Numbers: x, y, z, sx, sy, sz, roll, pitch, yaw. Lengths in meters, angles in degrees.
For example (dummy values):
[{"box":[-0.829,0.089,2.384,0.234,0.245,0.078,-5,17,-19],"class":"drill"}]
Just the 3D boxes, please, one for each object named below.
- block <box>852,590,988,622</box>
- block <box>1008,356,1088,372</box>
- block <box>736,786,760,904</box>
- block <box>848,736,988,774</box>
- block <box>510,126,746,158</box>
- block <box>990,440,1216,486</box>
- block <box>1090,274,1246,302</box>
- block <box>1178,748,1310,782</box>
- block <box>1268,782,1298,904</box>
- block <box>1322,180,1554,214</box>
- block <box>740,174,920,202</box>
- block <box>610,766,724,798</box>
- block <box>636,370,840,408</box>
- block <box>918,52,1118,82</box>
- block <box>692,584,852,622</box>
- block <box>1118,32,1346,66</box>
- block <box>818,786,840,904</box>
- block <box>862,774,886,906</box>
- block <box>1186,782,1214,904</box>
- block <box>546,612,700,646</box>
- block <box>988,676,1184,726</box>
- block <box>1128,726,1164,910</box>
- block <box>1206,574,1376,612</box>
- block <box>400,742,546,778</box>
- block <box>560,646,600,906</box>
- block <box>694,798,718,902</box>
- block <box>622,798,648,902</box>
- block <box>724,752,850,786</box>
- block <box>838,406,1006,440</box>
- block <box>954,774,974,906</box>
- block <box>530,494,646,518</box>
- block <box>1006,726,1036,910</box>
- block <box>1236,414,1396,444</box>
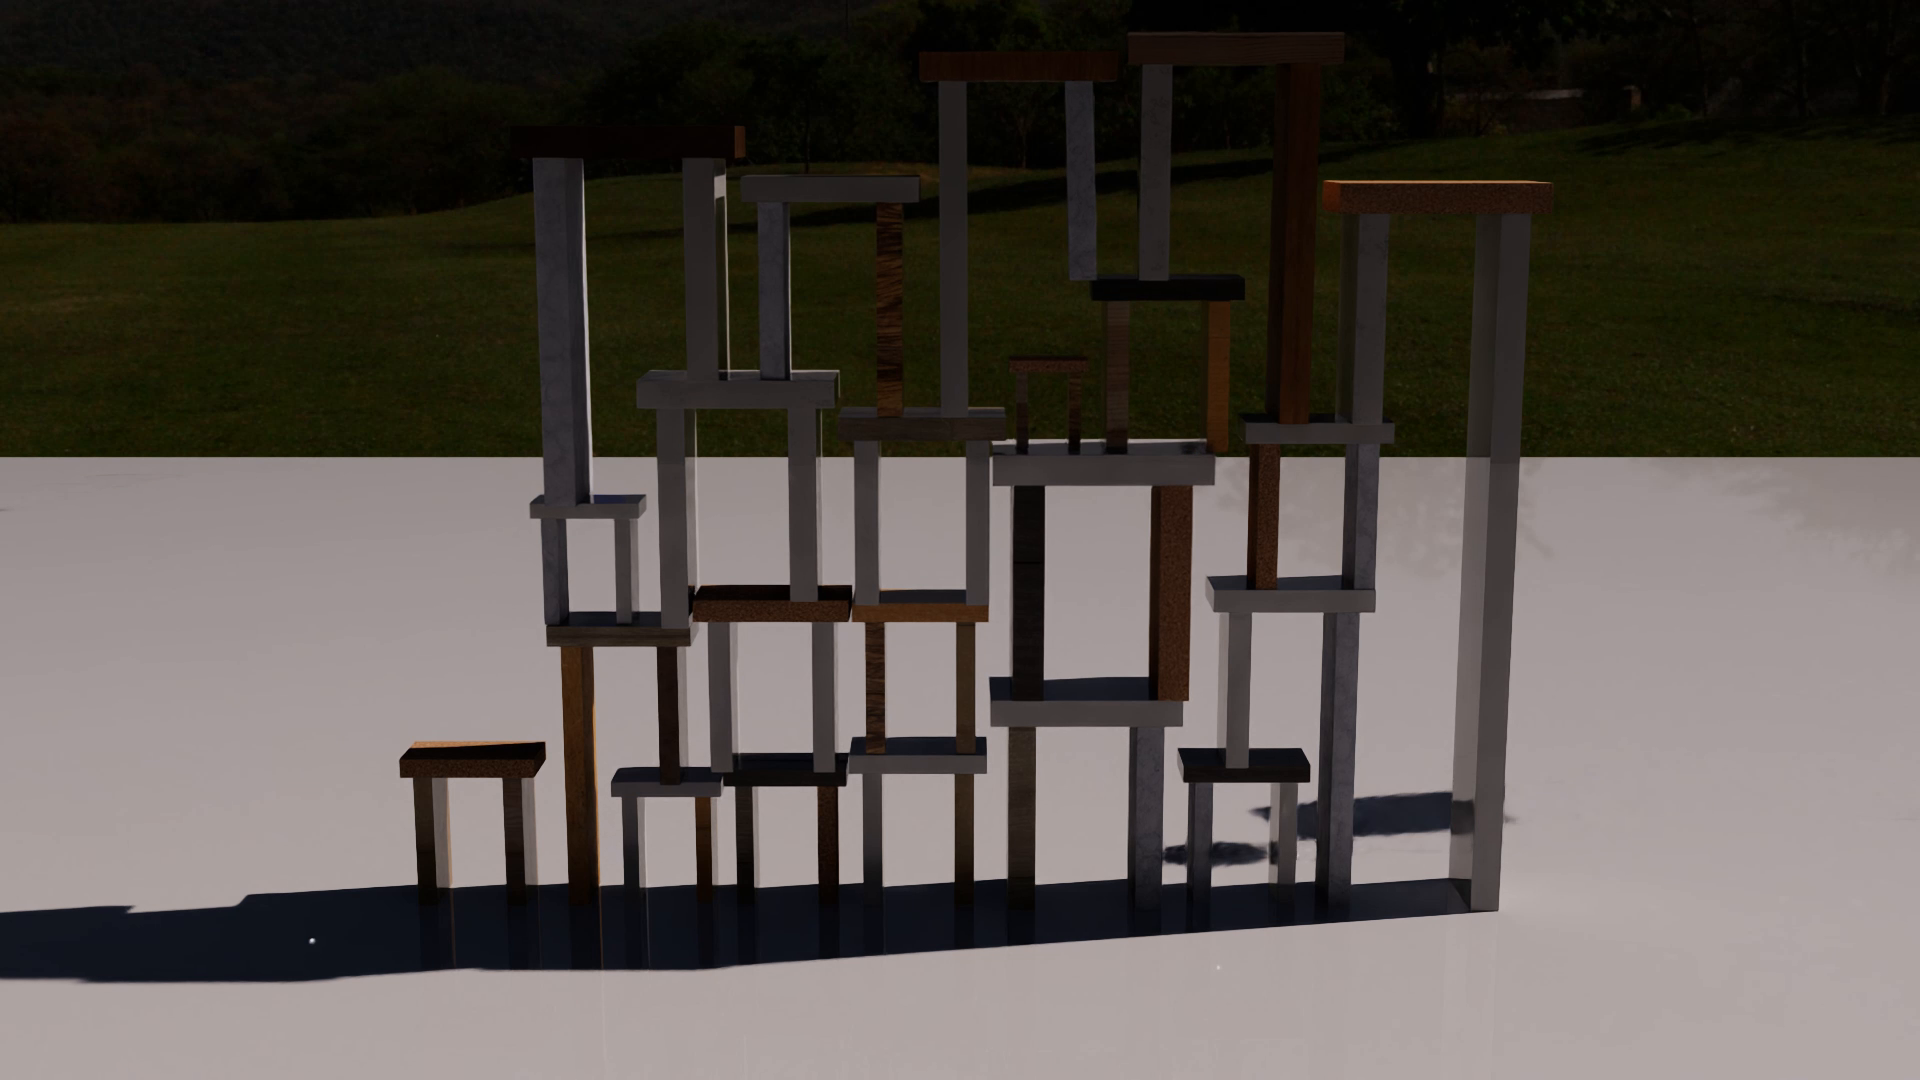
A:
[{"box":[-0.064,0.107,3.582,0.220,0.031,0.110,0,11,0],"class":"block"},{"box":[0.140,-0.281,3.497,0.125,0.018,0.063,0,13,-1],"class":"block"},{"box":[-0.352,0.491,3.651,0.028,0.201,0.100,0,11,0],"class":"block"},{"box":[-0.068,0.354,3.624,0.224,0.032,0.112,0,11,0],"class":"block"},{"box":[-0.516,-0.625,3.448,0.343,0.049,0.171,0,11,0],"class":"block"},{"box":[0.225,-0.125,3.537,0.349,0.049,0.175,0,11,-1],"class":"block"},{"box":[0.327,-0.401,3.490,0.238,0.034,0.119,0,11,1],"class":"block"},{"box":[0.467,0.372,3.631,0.207,0.029,0.104,0,11,0],"class":"block"},{"box":[0.536,0.488,3.652,0.029,0.207,0.104,0,11,0],"class":"block"},{"box":[0.747,-0.539,3.456,0.327,0.046,0.163,0,11,0],"class":"block"},{"box":[-0.201,-0.553,3.460,0.275,0.039,0.138,0,11,0],"class":"block"},{"box":[-0.481,0.400,3.638,0.180,0.025,0.090,0,11,0],"class":"block"},{"box":[-0.352,-0.242,3.519,0.310,0.044,0.155,0,11,0],"class":"block"},{"box":[0.090,-0.736,3.424,0.303,0.043,0.152,0,11,0],"class":"block"},{"box":[-0.303,0.103,3.577,0.249,0.035,0.125,0,11,0],"class":"block"},{"box":[0.418,-0.762,3.415,0.329,0.047,0.164,0,11,-1],"class":"block"},{"box":[-0.218,0.491,3.651,0.028,0.201,0.100,0,11,0],"class":"block"},{"box":[-0.143,0.480,3.648,0.032,0.224,0.112,0,11,0],"class":"block"},{"box":[0.398,0.488,3.652,0.029,0.207,0.103,0,11,0],"class":"block"},{"box":[-0.548,0.145,3.586,0.231,0.033,0.116,0,11,0],"class":"block"},{"box":[0.203,0.265,3.605,0.310,0.044,0.155,0,11,0],"class":"block"},{"box":[0.307,0.438,3.638,0.044,0.310,0.155,0,11,0],"class":"block"},{"box":[0.535,0.086,3.574,0.258,0.037,0.129,0,11,0],"class":"block"},{"box":[-0.801,0.361,3.623,0.218,0.031,0.109,0,11,0],"class":"block"},{"box":[-0.625,0.375,3.628,0.033,0.437,0.116,0,11,0],"class":"block"},{"box":[-0.421,0.501,3.656,0.026,0.180,0.090,0,11,0],"class":"block"},{"box":[-0.541,0.501,3.656,0.026,0.180,0.090,0,11,0],"class":"block"},{"box":[-0.285,0.379,3.630,0.201,0.028,0.100,0,11,0],"class":"block"},{"box":[-0.060,-0.186,3.524,0.265,0.037,0.132,0,11,0],"class":"block"},{"box":[0.007,0.480,3.648,0.032,0.224,0.112,0,11,0],"class":"block"},{"box":[-0.599,-0.054,3.547,0.174,0.025,0.087,0,11,0],"class":"block"},{"box":[0.100,0.438,3.639,0.044,0.310,0.155,0,11,0],"class":"block"},{"box":[0.568,-0.179,3.523,0.235,0.033,0.117,0,11,0],"class":"block"}]
